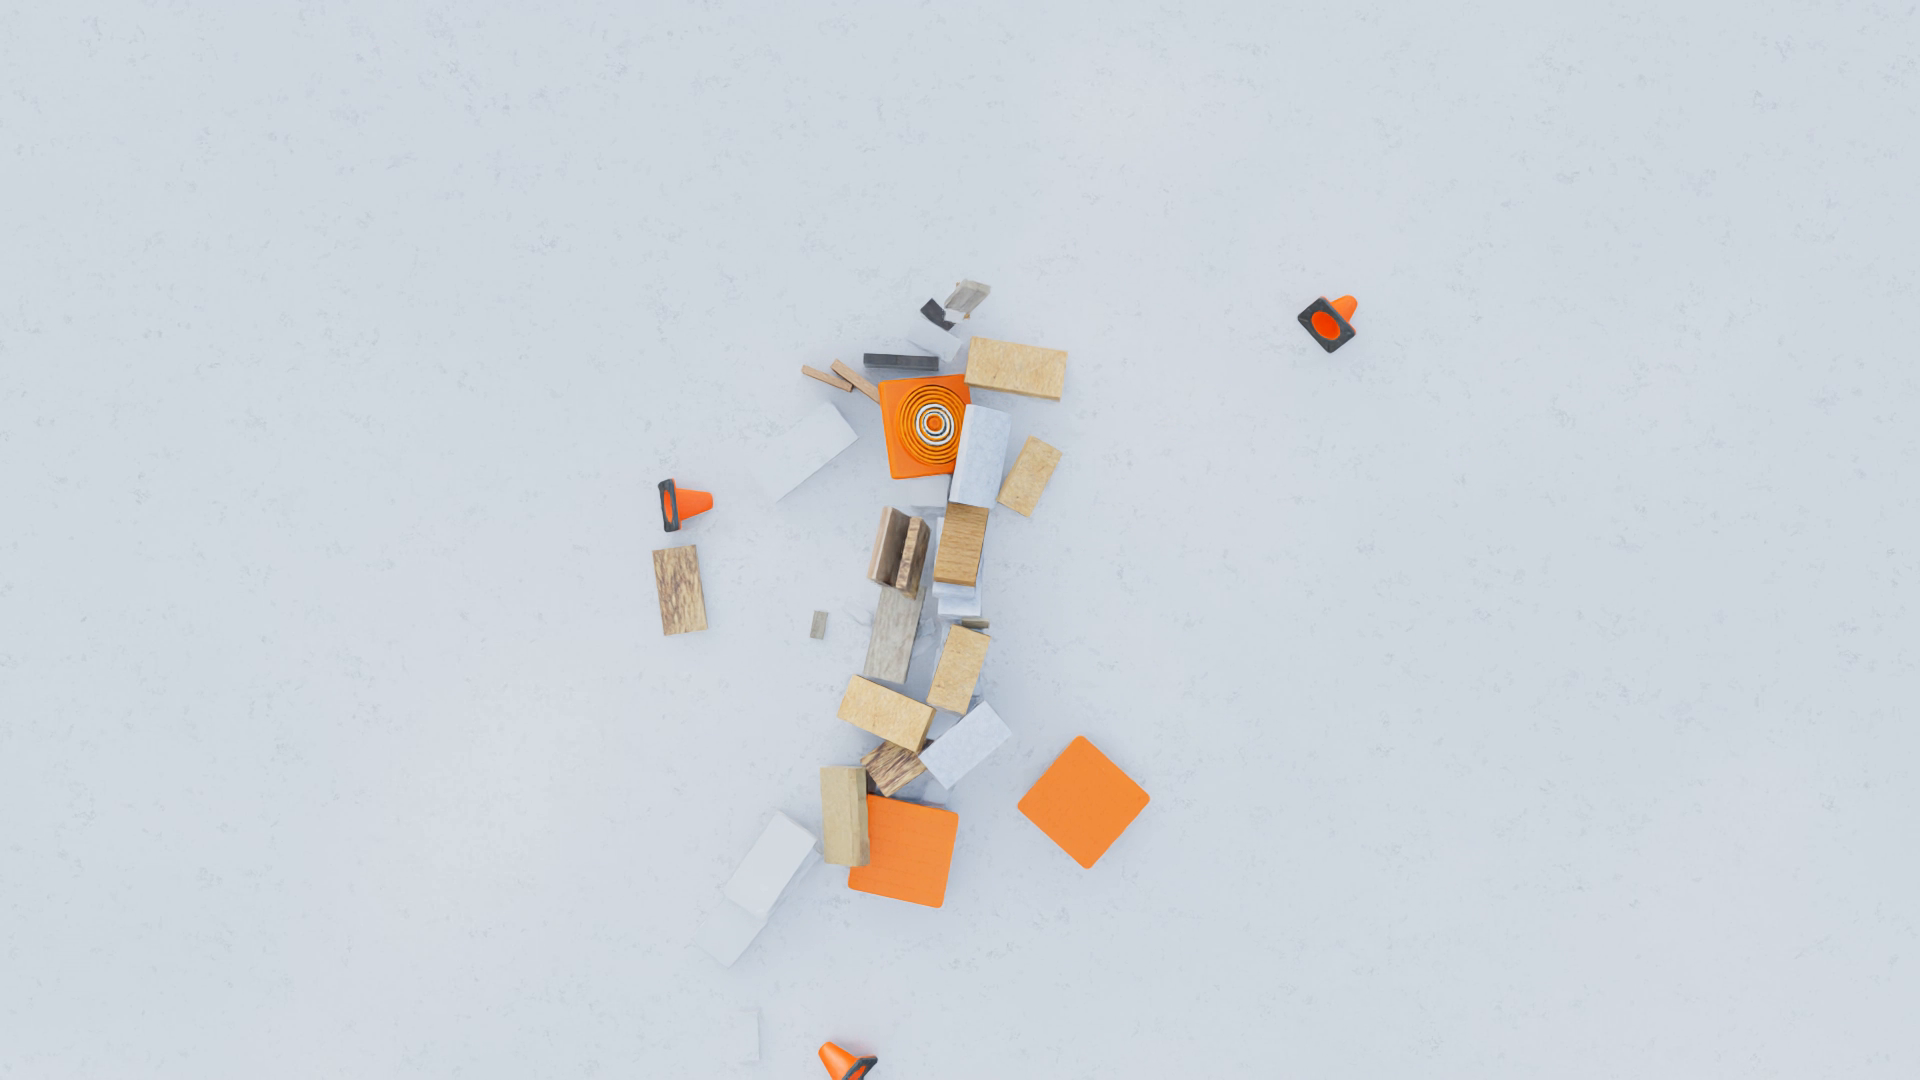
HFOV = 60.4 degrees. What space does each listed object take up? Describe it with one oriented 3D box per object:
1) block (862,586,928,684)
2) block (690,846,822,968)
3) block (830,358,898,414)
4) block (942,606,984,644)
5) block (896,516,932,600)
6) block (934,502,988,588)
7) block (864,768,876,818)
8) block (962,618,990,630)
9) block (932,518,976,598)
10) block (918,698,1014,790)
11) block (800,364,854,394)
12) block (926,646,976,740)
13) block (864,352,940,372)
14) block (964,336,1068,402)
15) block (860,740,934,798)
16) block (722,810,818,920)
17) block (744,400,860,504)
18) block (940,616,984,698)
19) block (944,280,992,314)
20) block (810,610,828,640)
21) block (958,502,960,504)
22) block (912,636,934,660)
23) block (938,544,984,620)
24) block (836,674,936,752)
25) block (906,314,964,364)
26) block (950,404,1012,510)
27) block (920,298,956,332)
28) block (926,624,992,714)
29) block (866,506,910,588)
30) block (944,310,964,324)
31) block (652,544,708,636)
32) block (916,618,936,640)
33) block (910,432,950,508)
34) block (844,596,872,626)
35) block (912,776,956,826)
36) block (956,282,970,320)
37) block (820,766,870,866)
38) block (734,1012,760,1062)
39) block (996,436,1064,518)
[{"bbox_3d":[-0.215,0.300,5.467,0.143,0.040,0.329,13,90,10],"label":"block"},{"bbox_3d":[-0.674,1.182,5.477,0.160,0.045,0.488,39,90,0],"label":"block"},{"bbox_3d":[-0.315,-0.506,5.439,0.246,0.123,0.035,36,90,0],"label":"block"},{"bbox_3d":[0.005,0.211,5.436,0.133,0.038,0.266,-3,70,0],"label":"block"},{"bbox_3d":[-0.152,0.060,5.404,0.035,0.122,0.245,7,72,18],"label":"block"},{"bbox_3d":[0.004,0.014,5.389,0.137,0.039,0.274,8,64,6],"label":"block"},{"bbox_3d":[-0.324,0.840,5.489,0.079,0.022,0.158,12,90,0],"label":"block"},{"bbox_3d":[0.050,0.270,5.368,0.092,0.046,0.013,2,56,2],"label":"block"},{"bbox_3d":[-0.012,0.058,5.411,0.137,0.039,0.274,2,63,3],"label":"block"},{"bbox_3d":[0.018,0.665,5.369,0.285,0.040,0.143,-41,92,3],"label":"block"},{"bbox_3d":[-0.438,-0.533,5.457,0.174,0.087,0.025,22,90,0],"label":"block"},{"bbox_3d":[-0.024,0.516,5.445,0.153,0.043,0.305,9,77,0],"label":"block"},{"bbox_3d":[-0.193,-0.586,5.439,0.246,0.123,0.035,3,90,0],"label":"block"},{"bbox_3d":[0.185,-0.566,5.457,0.322,0.046,0.161,9,77,-1],"label":"block"},{"bbox_3d":[-0.162,0.700,5.442,0.305,0.043,0.153,-35,80,-9],"label":"block"},{"bbox_3d":[-0.626,1.070,5.432,0.160,0.045,0.319,35,90,0],"label":"block"},{"bbox_3d":[-0.523,-0.293,5.477,0.354,0.046,0.161,-38,90,0],"label":"block"},{"bbox_3d":[0.003,0.380,5.435,0.133,0.038,0.266,3,77,-1],"label":"block"},{"bbox_3d":[0.022,-0.771,5.235,0.087,0.322,0.025,13,84,-10],"label":"block"},{"bbox_3d":[-0.470,0.284,5.493,0.046,0.013,0.092,10,90,0],"label":"block"},{"bbox_3d":[0.029,-0.092,5.493,0.092,0.013,0.046,16,90,0],"label":"block"},{"bbox_3d":[-0.136,0.354,5.494,0.092,0.013,0.046,-43,90,0],"label":"block"},{"bbox_3d":[0.005,0.128,5.418,0.137,0.039,0.274,3,63,3],"label":"block"},{"bbox_3d":[-0.242,0.569,5.422,0.305,0.043,0.153,21,88,21],"label":"block"},{"bbox_3d":[-0.086,-0.667,5.478,0.174,0.025,0.087,31,104,0],"label":"block"},{"bbox_3d":[0.069,-0.273,5.434,0.161,0.046,0.322,10,90,-37],"label":"block"},{"bbox_3d":[-0.074,-0.744,5.492,0.058,0.016,0.116,-43,90,0],"label":"block"},{"bbox_3d":[-0.005,0.419,5.360,0.133,0.038,0.266,18,94,-1],"label":"block"},{"bbox_3d":[-0.230,0.025,5.416,0.035,0.122,0.245,4,76,35],"label":"block"},{"bbox_3d":[-0.009,-0.765,5.422,0.058,0.116,0.016,8,49,-11],"label":"block"},{"bbox_3d":[-0.930,0.167,5.480,0.143,0.040,0.285,-8,90,0],"label":"block"},{"bbox_3d":[-0.128,0.299,5.482,0.092,0.013,0.046,-23,76,8],"label":"block"},{"bbox_3d":[-0.099,-0.234,5.483,0.123,0.035,0.246,4,90,0],"label":"block"},{"bbox_3d":[-0.341,0.236,5.493,0.092,0.013,0.046,42,90,0],"label":"block"},{"bbox_3d":[-0.086,0.865,5.489,0.079,0.022,0.158,29,90,0],"label":"block"},{"bbox_3d":[0.011,-0.797,5.492,0.058,0.016,0.116,6,90,0],"label":"block"},{"bbox_3d":[-0.380,0.908,5.433,0.160,0.045,0.319,-3,90,37],"label":"block"},{"bbox_3d":[-0.709,1.651,5.489,0.079,0.022,0.157,-2,90,0],"label":"block"},{"bbox_3d":[0.229,-0.211,5.463,0.122,0.035,0.245,28,90,-20],"label":"block"}]
